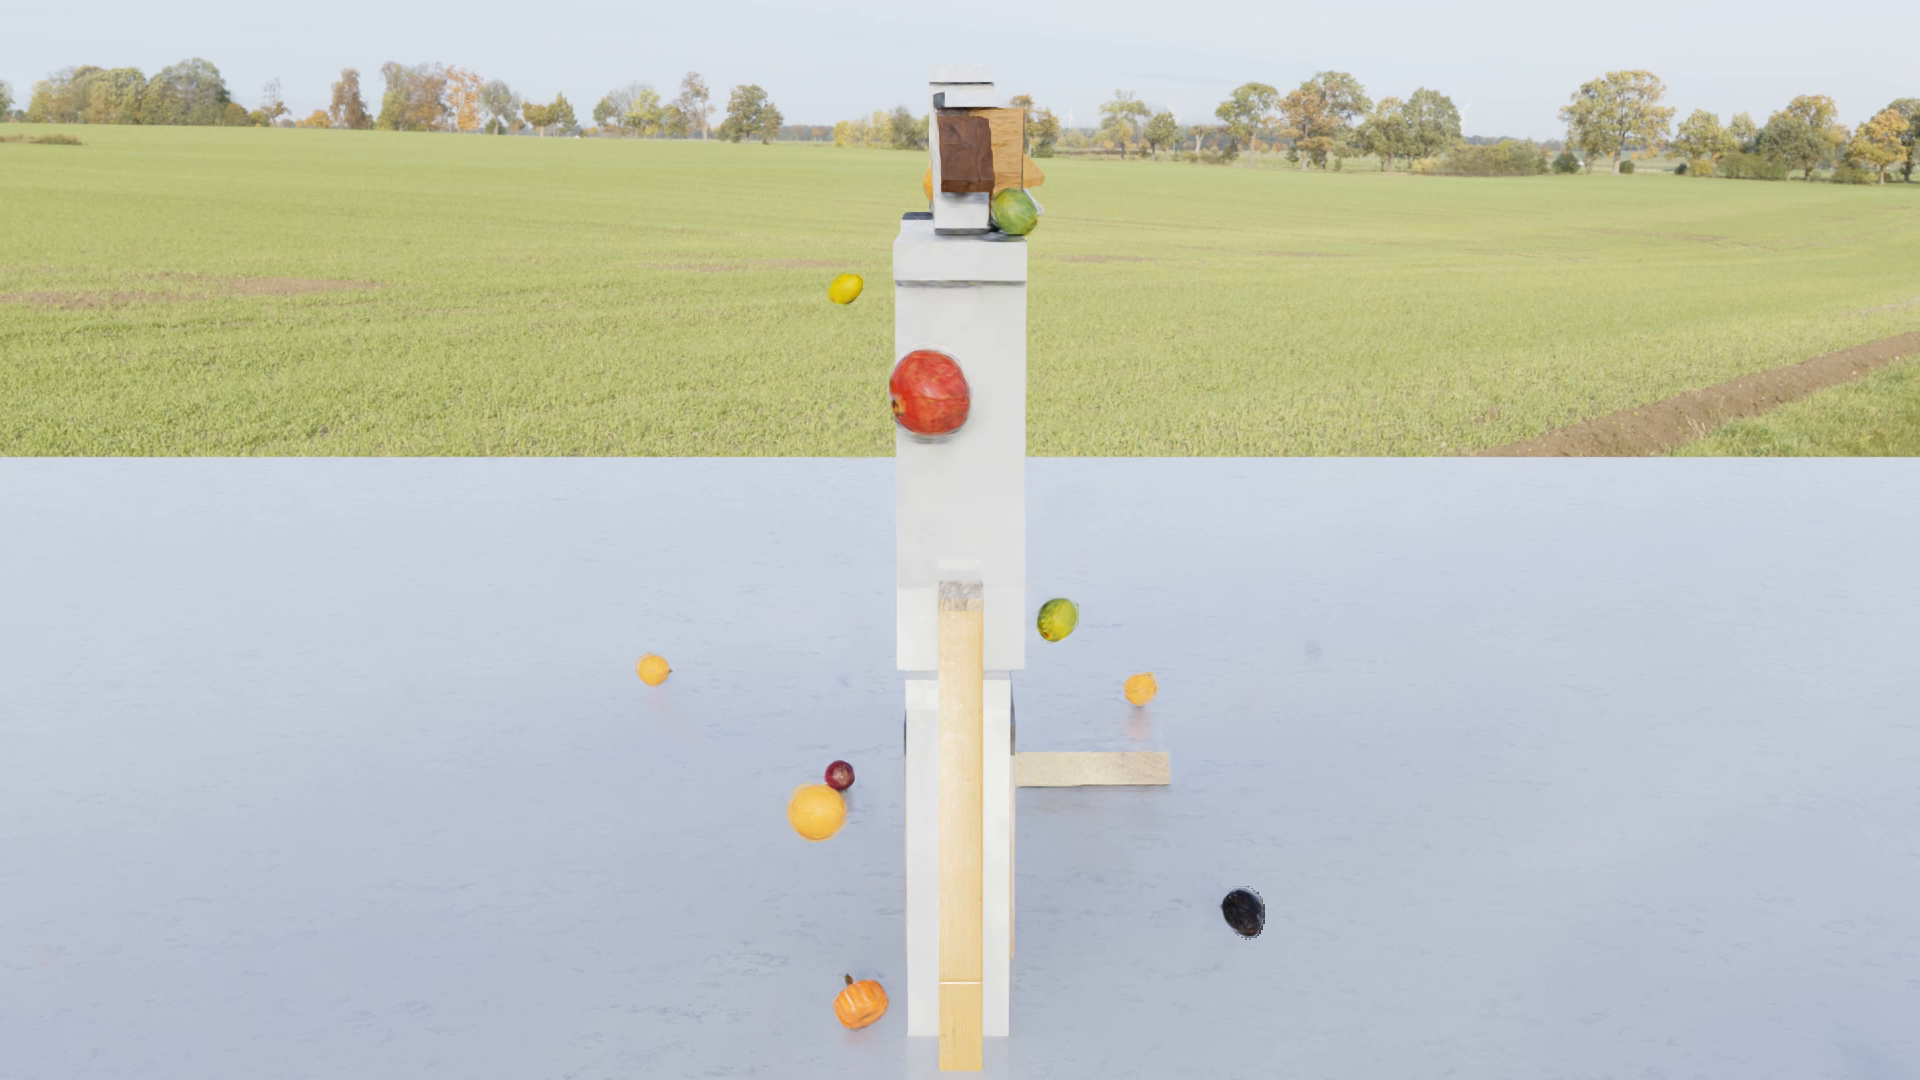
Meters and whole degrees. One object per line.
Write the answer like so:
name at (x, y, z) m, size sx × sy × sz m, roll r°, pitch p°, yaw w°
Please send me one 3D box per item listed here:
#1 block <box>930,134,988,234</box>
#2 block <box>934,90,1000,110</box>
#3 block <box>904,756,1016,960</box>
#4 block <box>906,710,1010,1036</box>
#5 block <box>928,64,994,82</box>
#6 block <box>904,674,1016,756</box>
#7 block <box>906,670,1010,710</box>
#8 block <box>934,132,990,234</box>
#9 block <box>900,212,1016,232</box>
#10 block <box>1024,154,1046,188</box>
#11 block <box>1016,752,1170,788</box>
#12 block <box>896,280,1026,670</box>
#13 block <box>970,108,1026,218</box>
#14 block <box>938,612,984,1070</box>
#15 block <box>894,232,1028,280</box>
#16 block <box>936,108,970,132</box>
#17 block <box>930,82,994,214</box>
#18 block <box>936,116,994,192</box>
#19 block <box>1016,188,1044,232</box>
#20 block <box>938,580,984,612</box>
block at (-0.002, -0.507, 3.134) m, size 0.074 × 0.148 × 0.021 m, roll -1°, pitch -18°, yaw -5°
block at (0.008, -0.669, 3.347) m, size 0.081 × 0.023 × 0.162 m, roll -1°, pitch 10°, yaw -7°
block at (0.000, 0.476, 3.370) m, size 0.167 × 0.334 × 0.047 m, roll 0°, pitch 11°, yaw 0°
block at (-0.002, 0.457, 3.067) m, size 0.142 × 0.482 × 0.040 m, roll 0°, pitch 10°, yaw 1°
block at (0.003, -0.745, 3.522) m, size 0.101 × 0.029 × 0.202 m, roll 0°, pitch 10°, yaw 0°
block at (0.000, 0.268, 3.445) m, size 0.167 × 0.047 × 0.334 m, roll 0°, pitch 11°, yaw 0°
block at (-0.003, 0.183, 3.111) m, size 0.142 × 0.040 × 0.283 m, roll 0°, pitch 11°, yaw 0°
block at (0.003, -0.514, 3.164) m, size 0.074 × 0.148 × 0.021 m, roll -1°, pitch -12°, yaw -5°
block at (-0.003, -0.477, 3.403) m, size 0.170 × 0.048 × 0.340 m, roll 0°, pitch 11°, yaw 0°
block at (0.074, -0.612, 3.689) m, size 0.124 × 0.018 × 0.062 m, roll -15°, pitch 52°, yaw -27°
block at (0.227, 0.445, 4.268) m, size 0.359 × 0.064 × 0.018 m, roll 0°, pitch -16°, yaw -2°
block at (0.001, -0.090, 3.006) m, size 0.175 × 0.534 × 0.050 m, roll 0°, pitch 9°, yaw 0°
block at (0.054, -0.568, 3.310) m, size 0.081 × 0.162 × 0.023 m, roll 3°, pitch 8°, yaw 8°
block at (0.001, 0.403, 2.927) m, size 0.059 × 0.639 × 0.017 m, roll 0°, pitch 11°, yaw 0°
block at (0.001, -0.397, 3.059) m, size 0.175 × 0.050 × 0.350 m, roll 0°, pitch 10°, yaw 0°
block at (0.003, -0.586, 3.412) m, size 0.081 × 0.162 × 0.023 m, roll 0°, pitch 8°, yaw 0°
block at (0.003, -0.619, 3.473) m, size 0.101 × 0.203 × 0.029 m, roll 0°, pitch 8°, yaw 0°
block at (0.007, -0.544, 3.098) m, size 0.074 × 0.021 × 0.148 m, roll 0°, pitch 46°, yaw -4°
block at (0.075, -0.545, 3.745) m, size 0.124 × 0.062 × 0.018 m, roll -36°, pitch 36°, yaw 15°
block at (0.001, 0.074, 2.905) m, size 0.059 × 0.017 × 0.117 m, roll 0°, pitch 11°, yaw 0°
